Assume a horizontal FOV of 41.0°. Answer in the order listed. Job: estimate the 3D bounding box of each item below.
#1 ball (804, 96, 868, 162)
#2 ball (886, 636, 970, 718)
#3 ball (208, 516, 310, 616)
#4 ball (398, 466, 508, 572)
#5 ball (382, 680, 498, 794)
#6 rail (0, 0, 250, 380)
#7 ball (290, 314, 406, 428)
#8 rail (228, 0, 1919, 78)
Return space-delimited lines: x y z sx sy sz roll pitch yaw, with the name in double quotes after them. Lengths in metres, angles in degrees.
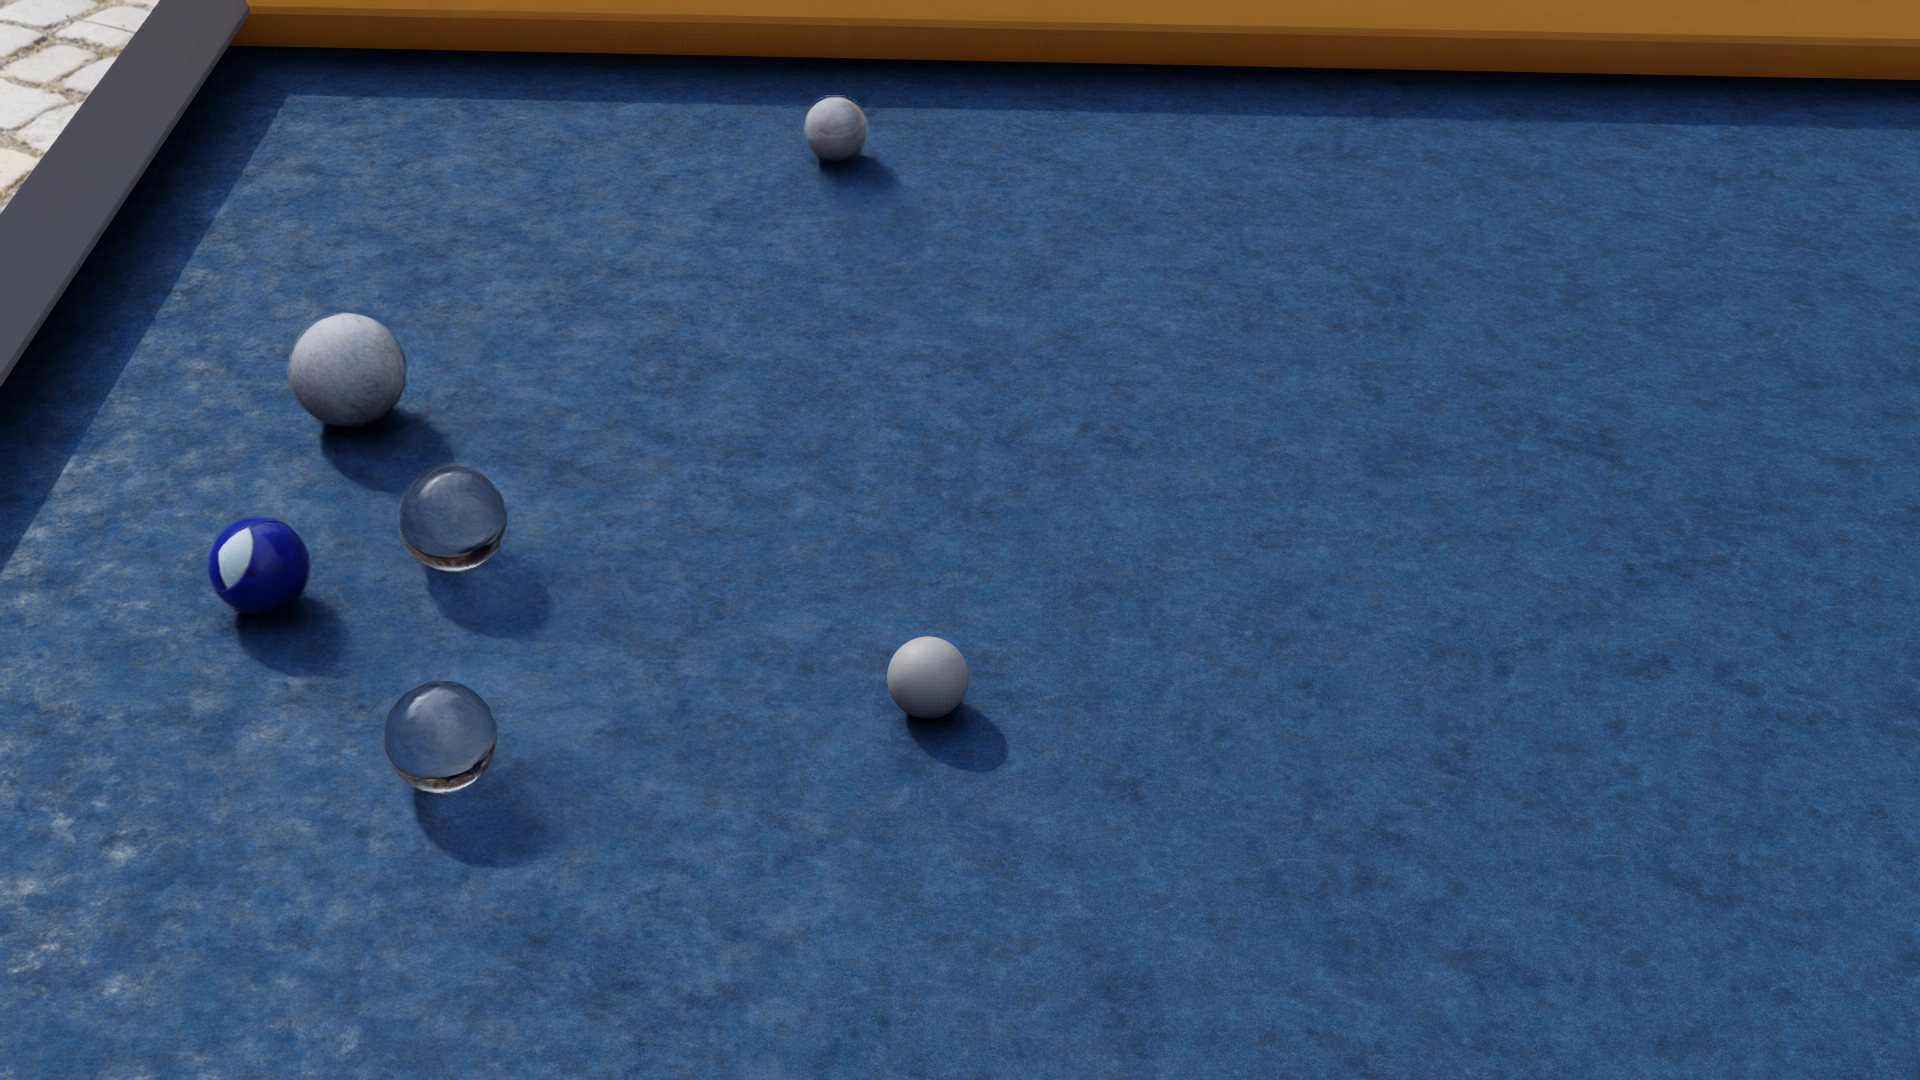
-0.114 -0.376 2.351 0.059 0.059 0.059 0 35 0 "ball"
-0.021 0.091 1.694 0.054 0.054 0.054 0 35 0 "ball"
-0.487 0.018 1.785 0.069 0.069 0.069 0 35 0 "ball"
-0.361 -0.015 1.826 0.076 0.076 0.076 0 35 0 "ball"
-0.330 0.125 1.631 0.071 0.071 0.071 0 35 0 "ball"
-0.755 -0.039 1.825 0.045 0.114 1.752 2 35 2 "rail"
-0.472 -0.131 1.979 0.088 0.088 0.088 0 35 0 "ball"
0.819 -0.488 2.460 3.116 0.114 0.045 2 35 2 "rail"
